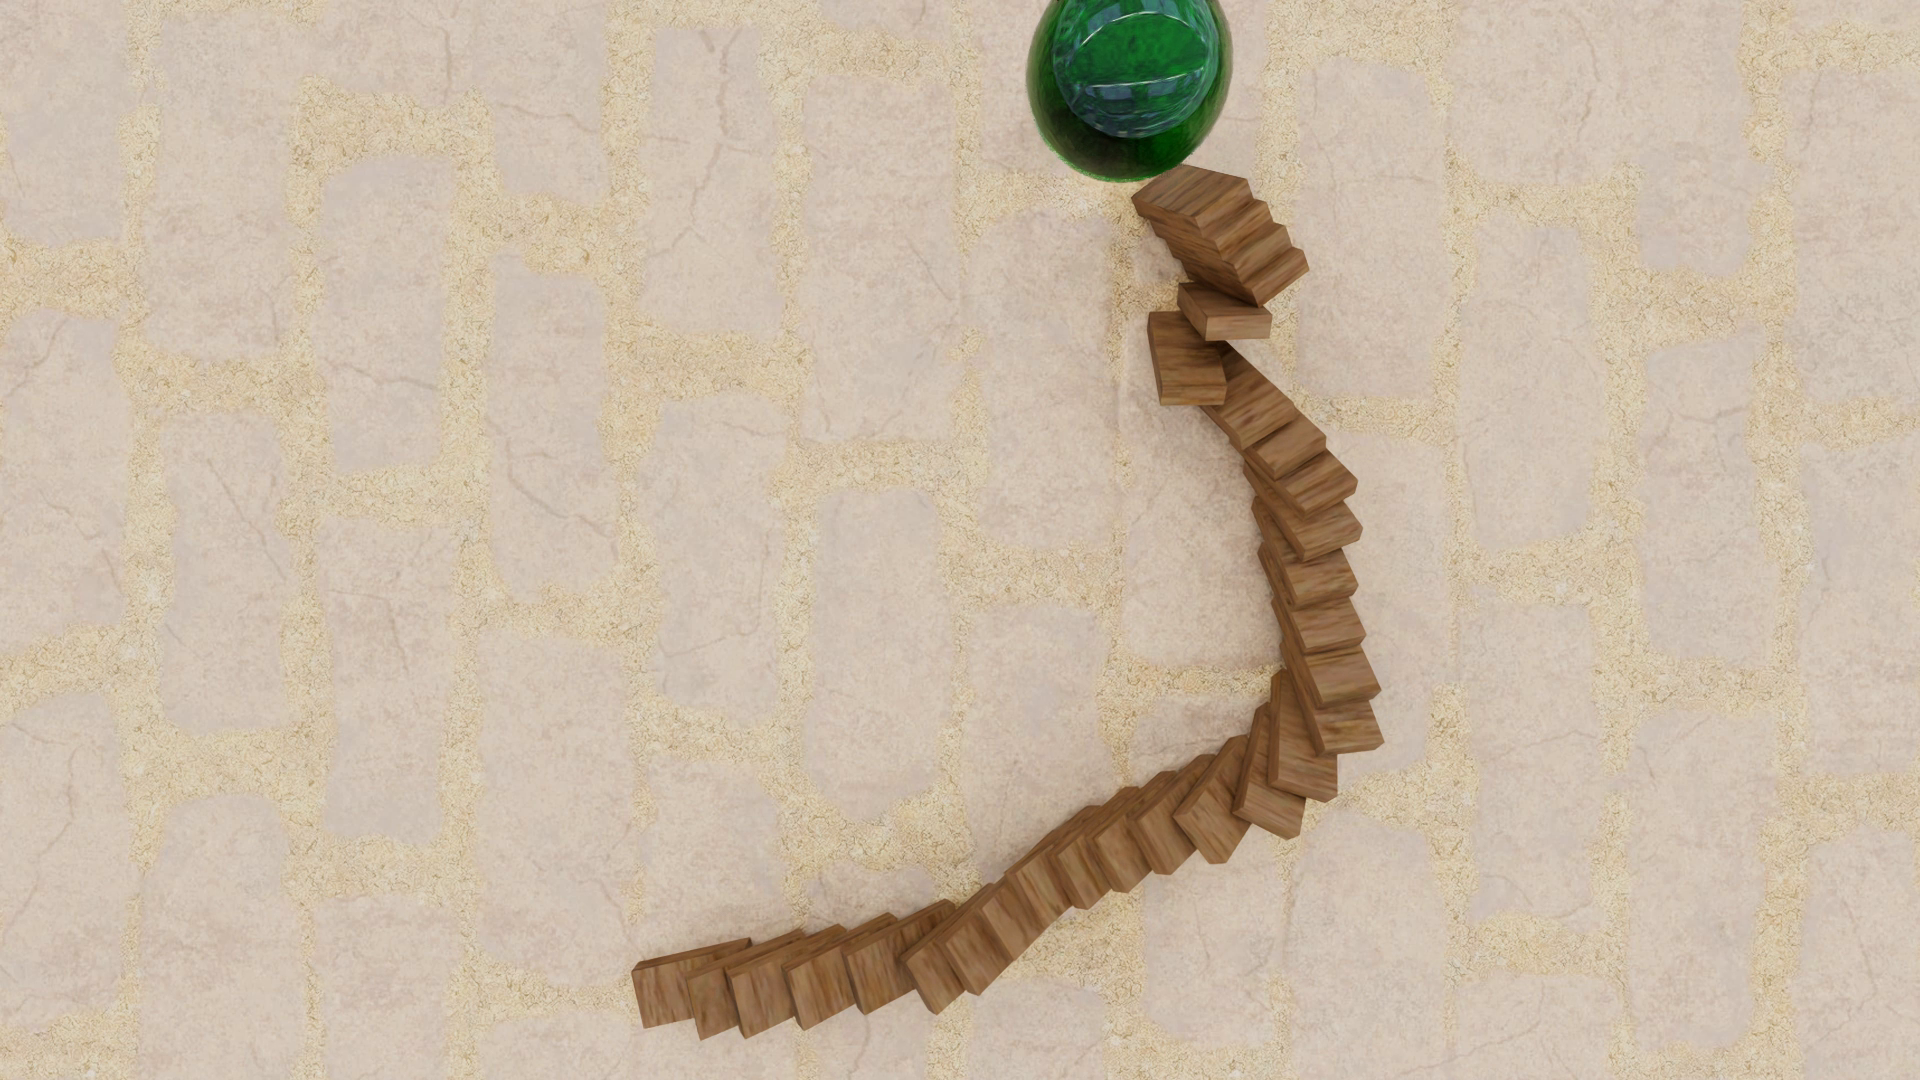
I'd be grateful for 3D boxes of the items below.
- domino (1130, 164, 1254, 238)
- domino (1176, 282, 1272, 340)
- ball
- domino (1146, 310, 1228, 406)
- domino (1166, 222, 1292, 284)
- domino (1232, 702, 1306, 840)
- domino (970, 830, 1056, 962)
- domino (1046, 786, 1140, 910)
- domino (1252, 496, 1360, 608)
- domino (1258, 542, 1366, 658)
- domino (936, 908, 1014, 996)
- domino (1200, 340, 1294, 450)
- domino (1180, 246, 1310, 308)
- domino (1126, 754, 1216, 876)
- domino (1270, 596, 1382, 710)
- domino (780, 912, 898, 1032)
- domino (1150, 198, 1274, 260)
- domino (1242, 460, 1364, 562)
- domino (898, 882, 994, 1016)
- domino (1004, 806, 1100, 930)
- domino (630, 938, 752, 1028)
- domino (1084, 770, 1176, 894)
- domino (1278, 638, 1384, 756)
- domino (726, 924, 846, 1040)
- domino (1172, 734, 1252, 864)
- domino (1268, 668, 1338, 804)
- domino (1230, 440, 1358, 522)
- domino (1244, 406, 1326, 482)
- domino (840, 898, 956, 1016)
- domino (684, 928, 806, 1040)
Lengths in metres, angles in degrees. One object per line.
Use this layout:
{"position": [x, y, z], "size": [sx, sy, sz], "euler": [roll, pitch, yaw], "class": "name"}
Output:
{"position": [0.094, -0.140, 0.377], "size": [0.025, 0.050, 0.009], "euler": [-37, 126, 0], "class": "domino"}
{"position": [0.107, -0.095, 0.376], "size": [0.025, 0.050, 0.009], "euler": [-2, 120, 0], "class": "domino"}
{"position": [0.066, -0.183, 0.360], "size": [0.080, 0.080, 0.080], "euler": [0, 90, 0], "class": "ball"}
{"position": [0.093, -0.076, 0.380], "size": [0.025, 0.009, 0.050], "euler": [-1, 49, 3], "class": "domino"}
{"position": [0.109, -0.122, 0.377], "size": [0.025, 0.050, 0.010], "euler": [-37, 126, 0], "class": "domino"}
{"position": [0.132, 0.096, 0.382], "size": [0.025, 0.009, 0.050], "euler": [27, 56, 0], "class": "domino"}
{"position": [0.031, 0.147, 0.383], "size": [0.050, 0.009, 0.025], "euler": [-33, 91, -32], "class": "domino"}
{"position": [0.062, 0.128, 0.383], "size": [0.050, 0.009, 0.025], "euler": [-29, 90, -32], "class": "domino"}
{"position": [0.143, 0.002, 0.383], "size": [0.025, 0.010, 0.050], "euler": [-12, 60, 0], "class": "domino"}
{"position": [0.146, 0.022, 0.383], "size": [0.025, 0.009, 0.050], "euler": [-12, 60, -2], "class": "domino"}
{"position": [0.017, 0.161, 0.382], "size": [0.050, 0.009, 0.025], "euler": [-33, 91, -32], "class": "domino"}
{"position": [0.112, -0.062, 0.381], "size": [0.025, 0.010, 0.050], "euler": [-32, 52, 0], "class": "domino"}
{"position": [0.116, -0.113, 0.377], "size": [0.025, 0.050, 0.009], "euler": [-37, 126, 0], "class": "domino"}
{"position": [0.094, 0.114, 0.383], "size": [0.050, 0.010, 0.025], "euler": [-29, 90, -32], "class": "domino"}
{"position": [0.152, 0.044, 0.382], "size": [0.025, 0.009, 0.050], "euler": [-9, 59, -6], "class": "domino"}
{"position": [-0.047, 0.180, 0.384], "size": [0.050, 0.009, 0.025], "euler": [-16, 92, -28], "class": "domino"}
{"position": [0.102, -0.132, 0.377], "size": [0.025, 0.050, 0.010], "euler": [-37, 126, 0], "class": "domino"}
{"position": [0.142, -0.017, 0.382], "size": [0.025, 0.009, 0.050], "euler": [-21, 56, -1], "class": "domino"}
{"position": [0.002, 0.170, 0.384], "size": [0.050, 0.010, 0.025], "euler": [-30, 90, -27], "class": "domino"}
{"position": [0.045, 0.136, 0.383], "size": [0.050, 0.009, 0.025], "euler": [-28, 88, -32], "class": "domino"}
{"position": [-0.113, 0.191, 0.395], "size": [0.050, 0.009, 0.025], "euler": [-13, 90, 0], "class": "domino"}
{"position": [0.077, 0.121, 0.382], "size": [0.050, 0.010, 0.025], "euler": [-29, 90, -32], "class": "domino"}
{"position": [0.154, 0.063, 0.382], "size": [0.025, 0.009, 0.050], "euler": [-5, 59, -6], "class": "domino"}
{"position": [-0.069, 0.183, 0.382], "size": [0.050, 0.009, 0.025], "euler": [-13, 90, -28], "class": "domino"}
{"position": [0.111, 0.107, 0.381], "size": [0.050, 0.009, 0.025], "euler": [-39, 92, -35], "class": "domino"}
{"position": [0.143, 0.081, 0.382], "size": [0.025, 0.010, 0.050], "euler": [17, 56, -2], "class": "domino"}
{"position": [0.138, -0.033, 0.381], "size": [0.025, 0.010, 0.050], "euler": [-28, 56, -5], "class": "domino"}
{"position": [0.125, -0.050, 0.382], "size": [0.025, 0.010, 0.050], "euler": [-33, 56, -1], "class": "domino"}
{"position": [-0.022, 0.174, 0.385], "size": [0.050, 0.010, 0.025], "euler": [-17, 90, -26], "class": "domino"}
{"position": [-0.088, 0.186, 0.386], "size": [0.050, 0.009, 0.025], "euler": [-13, 90, -23], "class": "domino"}
